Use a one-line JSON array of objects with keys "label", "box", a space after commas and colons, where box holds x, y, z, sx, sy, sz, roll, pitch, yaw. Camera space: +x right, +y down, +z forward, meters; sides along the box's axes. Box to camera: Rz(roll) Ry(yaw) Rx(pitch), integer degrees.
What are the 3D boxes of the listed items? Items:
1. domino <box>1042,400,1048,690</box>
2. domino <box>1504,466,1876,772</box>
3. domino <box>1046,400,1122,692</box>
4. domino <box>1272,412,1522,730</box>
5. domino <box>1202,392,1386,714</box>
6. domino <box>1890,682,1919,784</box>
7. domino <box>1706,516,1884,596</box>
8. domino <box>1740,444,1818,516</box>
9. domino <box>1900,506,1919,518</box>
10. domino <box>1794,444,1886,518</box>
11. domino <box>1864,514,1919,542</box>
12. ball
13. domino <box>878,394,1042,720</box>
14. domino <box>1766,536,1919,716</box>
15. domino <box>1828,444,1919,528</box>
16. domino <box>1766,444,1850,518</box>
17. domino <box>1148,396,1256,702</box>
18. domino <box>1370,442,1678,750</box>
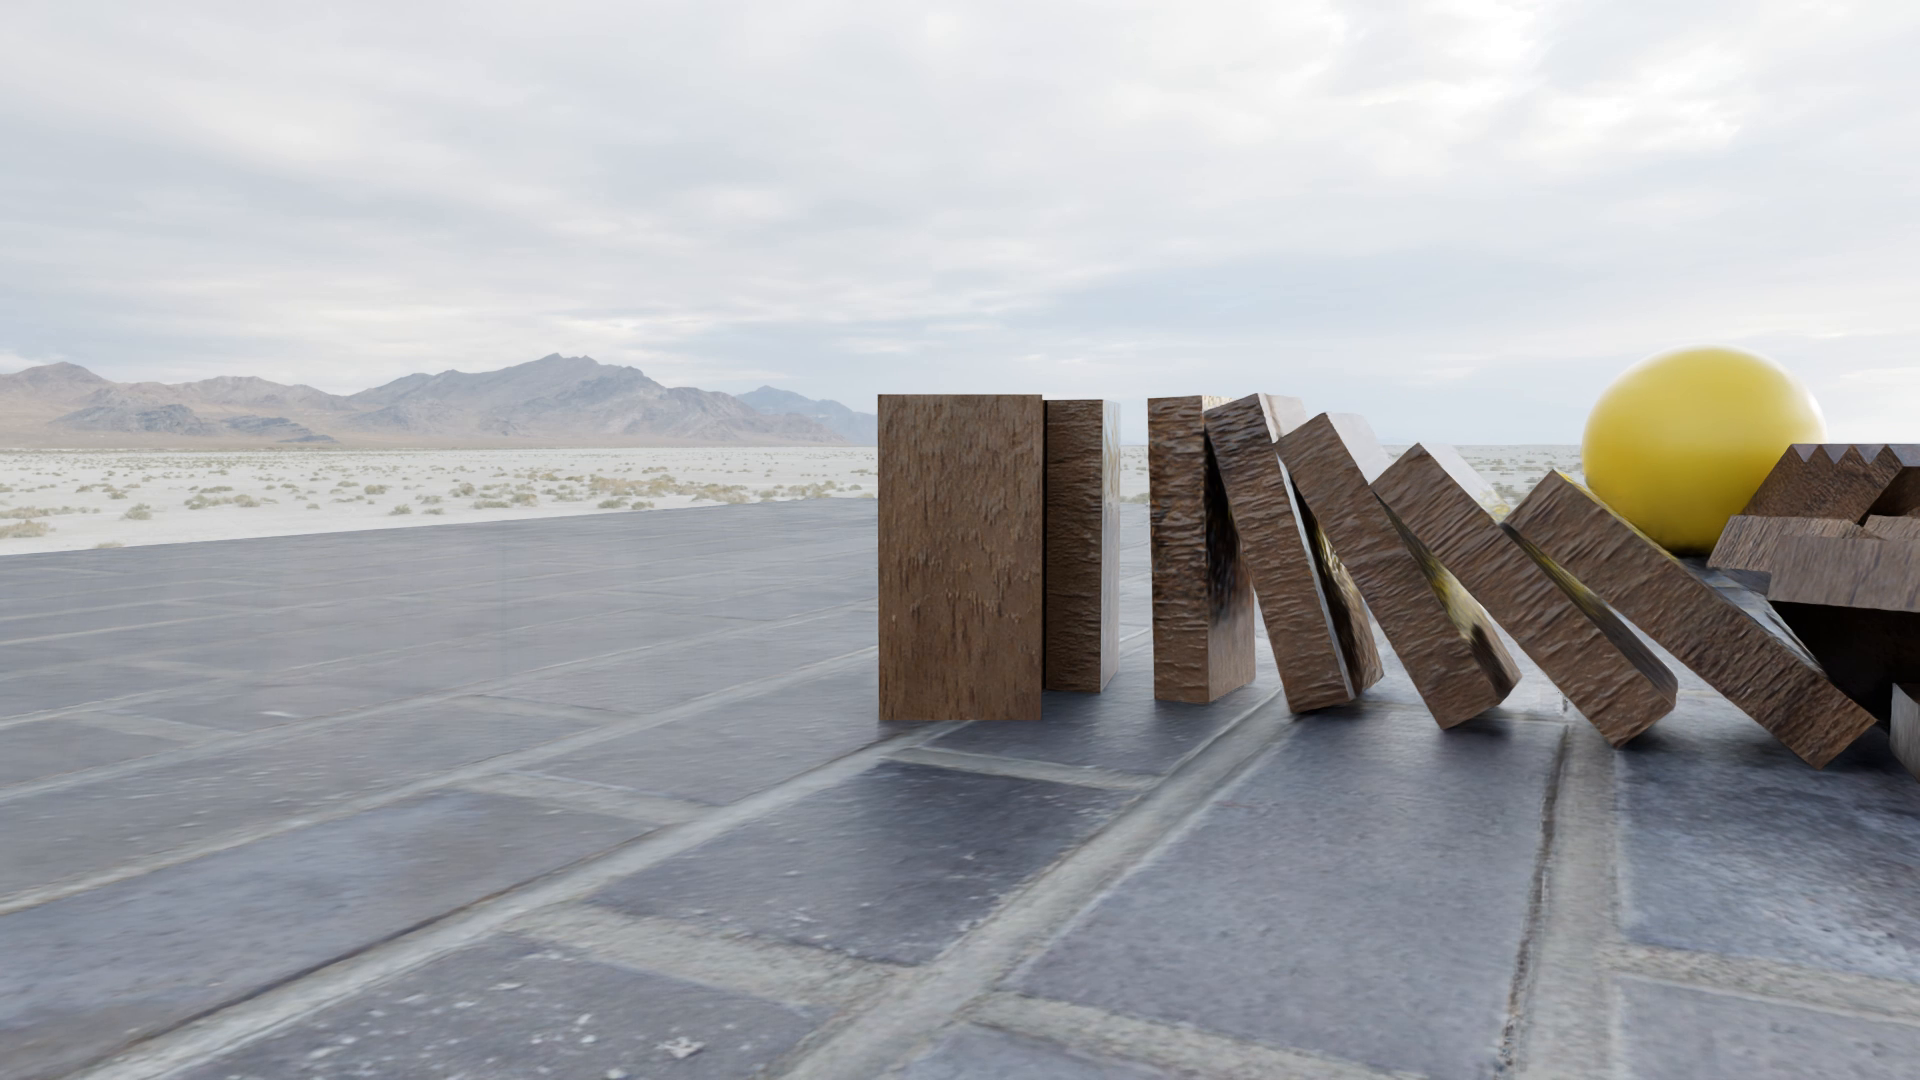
[{"label": "domino", "box": [0.002, 0.001, 0.224, 0.025, 0.050, 0.009, 2, 5, 22]}, {"label": "domino", "box": [0.102, 0.009, 0.184, 0.050, 0.010, 0.025, 43, 20, 17]}, {"label": "domino", "box": [0.022, 0.000, 0.231, 0.010, 0.050, 0.025, 1, 4, 14]}, {"label": "domino", "box": [0.070, 0.004, 0.204, 0.010, 0.050, 0.025, -34, -13, 28]}, {"label": "domino", "box": [0.056, 0.001, 0.213, 0.009, 0.050, 0.025, -18, -6, 30]}, {"label": "domino", "box": [0.129, 0.027, 0.151, 0.025, 0.009, 0.050, 2, 5, 27]}, {"label": "domino", "box": [0.151, 0.011, 0.205, 0.050, 0.009, 0.025, 26, 0, -6]}, {"label": "domino", "box": [0.281, -0.011, 0.432, 0.025, 0.050, 0.009, 0, 48, -4]}, {"label": "domino", "box": [0.286, -0.001, 0.375, 0.025, 0.009, 0.050, 0, -23, -4]}, {"label": "domino", "box": [0.283, -0.009, 0.406, 0.025, 0.050, 0.009, 0, 48, -4]}, {"label": "domino", "box": [0.174, 0.012, 0.206, 0.050, 0.010, 0.025, 26, 2, -6]}, {"label": "ball", "box": [0.275, -0.033, 0.477, 0.080, 0.080, 0.080, 0, 4, 0]}, {"label": "domino", "box": [0.000, 0.002, 0.201, 0.025, 0.050, 0.010, 0, 4, 0]}, {"label": "domino", "box": [0.135, 0.014, 0.180, 0.050, 0.010, 0.025, 29, -16, -38]}, {"label": "domino", "box": [0.284, -0.008, 0.393, 0.025, 0.050, 0.010, 0, 48, -4]}, {"label": "domino", "box": [0.282, -0.010, 0.419, 0.025, 0.050, 0.009, 0, 48, -4]}, {"label": "domino", "box": [0.042, 0.001, 0.221, 0.010, 0.050, 0.025, 0, 4, 30]}, {"label": "domino", "box": [0.086, 0.007, 0.195, 0.009, 0.050, 0.025, -47, -19, 24]}]
